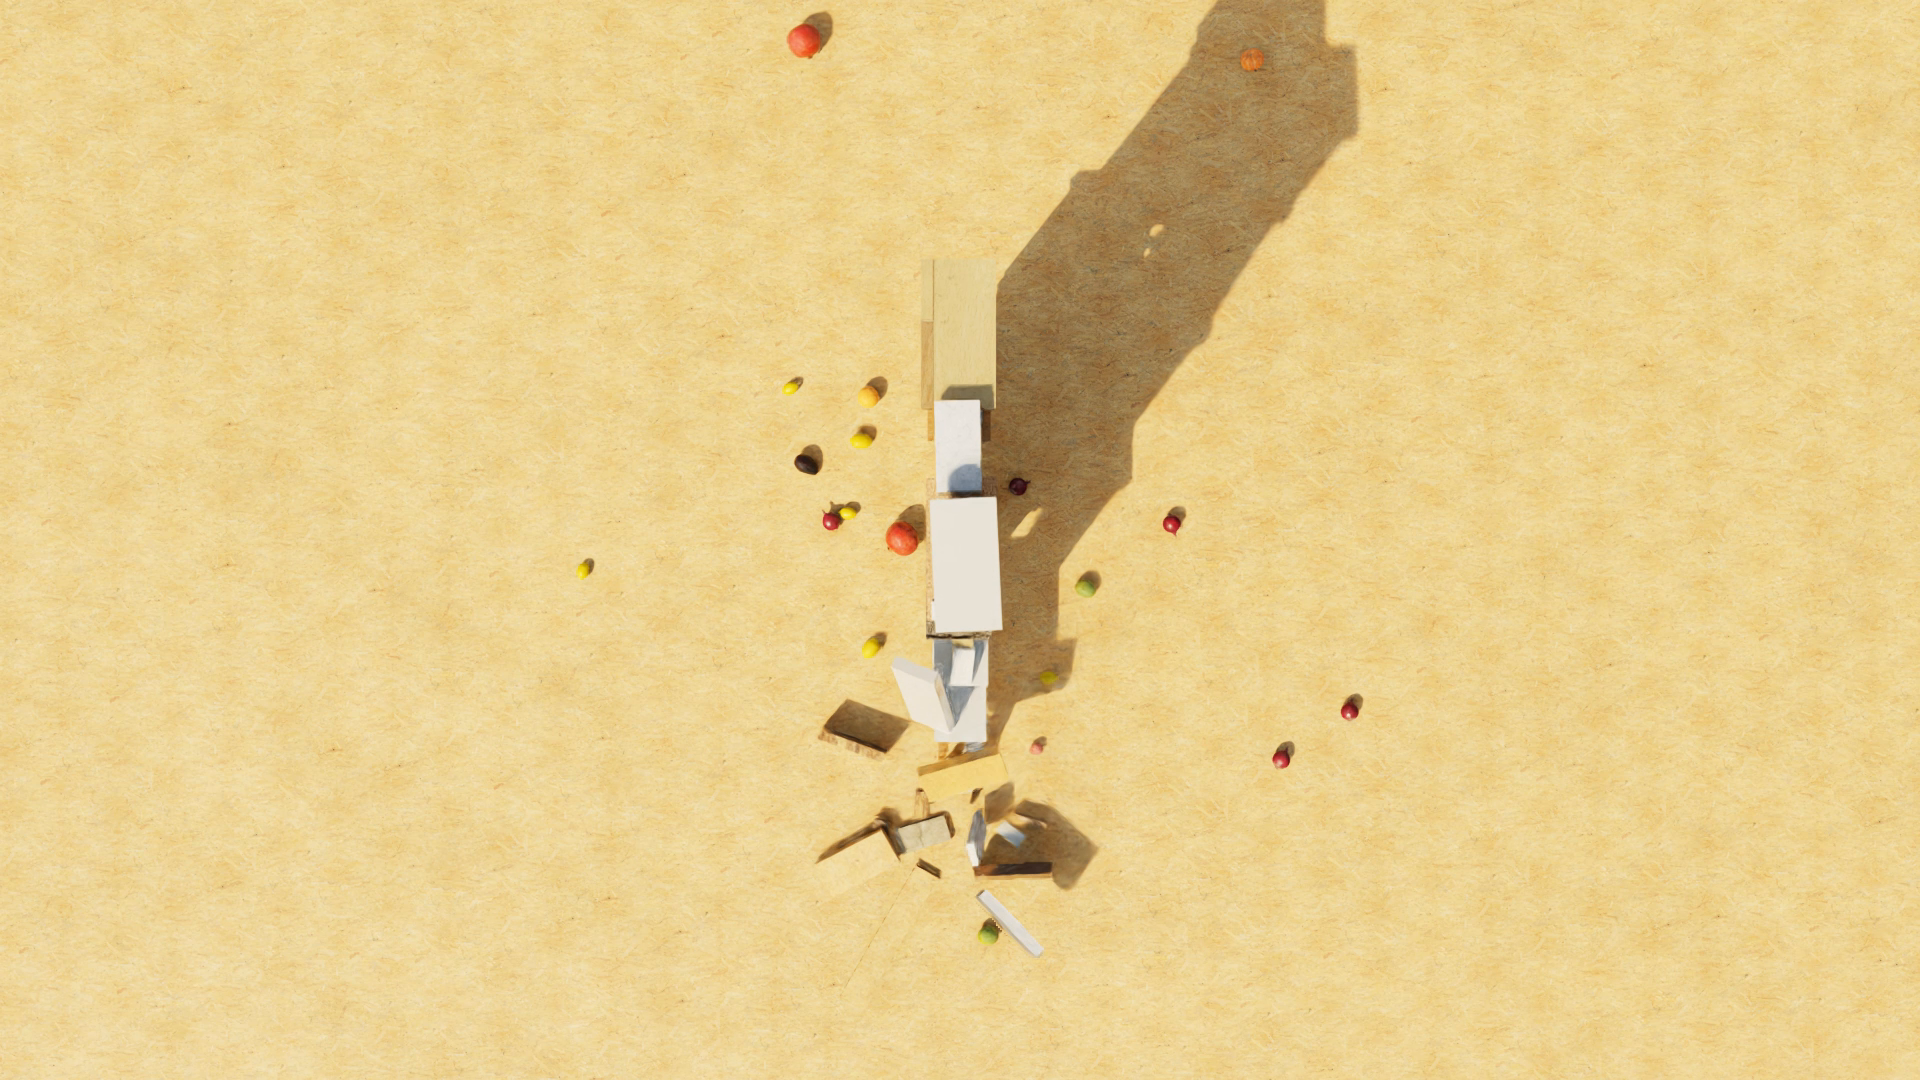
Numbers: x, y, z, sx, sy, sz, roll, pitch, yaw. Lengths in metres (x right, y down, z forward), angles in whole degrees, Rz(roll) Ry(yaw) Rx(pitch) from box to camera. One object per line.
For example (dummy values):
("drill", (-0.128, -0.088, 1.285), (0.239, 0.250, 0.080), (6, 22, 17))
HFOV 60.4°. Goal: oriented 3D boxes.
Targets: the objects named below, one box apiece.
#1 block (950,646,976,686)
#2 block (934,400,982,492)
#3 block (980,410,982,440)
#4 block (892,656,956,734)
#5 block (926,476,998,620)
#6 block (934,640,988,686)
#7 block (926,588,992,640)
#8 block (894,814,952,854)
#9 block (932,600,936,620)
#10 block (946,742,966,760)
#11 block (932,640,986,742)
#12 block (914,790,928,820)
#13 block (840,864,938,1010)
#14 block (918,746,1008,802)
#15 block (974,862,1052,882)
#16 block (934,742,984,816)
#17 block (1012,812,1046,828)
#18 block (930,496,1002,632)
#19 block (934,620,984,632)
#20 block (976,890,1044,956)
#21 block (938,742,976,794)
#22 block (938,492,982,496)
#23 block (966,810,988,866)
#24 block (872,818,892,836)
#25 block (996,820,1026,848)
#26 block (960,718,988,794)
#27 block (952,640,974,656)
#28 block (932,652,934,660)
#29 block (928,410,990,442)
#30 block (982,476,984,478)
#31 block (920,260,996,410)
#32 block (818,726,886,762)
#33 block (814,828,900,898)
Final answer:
("block", (0.007, 0.361, 4.725), (0.060, 0.017, 0.120), (5, 120, -3))
("block", (-0.004, -0.213, 3.756), (0.103, 0.029, 0.206), (-1, 90, 0))
("block", (0.001, -0.272, 3.978), (0.103, 0.415, 0.029), (0, 87, 0))
("block", (-0.104, 0.463, 4.862), (0.131, 0.553, 0.037), (21, 72, 13))
("block", (0.006, 0.021, 4.001), (0.172, 0.049, 0.345), (-1, 89, 0))
("block", (0.003, 0.263, 4.788), (0.157, 0.044, 0.314), (0, 90, 0))
("block", (-0.003, 0.091, 4.394), (0.174, 0.049, 0.347), (0, 90, 0))
("block", (-0.123, 0.979, 5.488), (0.172, 0.024, 0.086), (-16, 90, 0))
("block", (0.010, 0.158, 3.828), (0.147, 0.293, 0.042), (-2, 89, 0))
("block", (0.026, 0.664, 5.430), (0.046, 0.013, 0.192), (41, 55, 0))
("block", (-0.001, 0.462, 5.148), (0.164, 0.046, 0.328), (0, 91, 0))
("block", (-0.128, 0.882, 5.493), (0.046, 0.013, 0.092), (6, 90, 0))
("block", (-0.236, 1.321, 5.488), (0.086, 0.024, 0.506), (30, 90, 0))
("block", (0.011, 0.731, 5.161), (0.261, 0.037, 0.131), (-16, 132, 3))
("block", (0.173, 1.092, 5.433), (0.257, 0.128, 0.036), (-3, 72, 0))
("block", (-0.006, 0.785, 5.452), (0.113, 0.032, 0.226), (14, 90, 0))
("block", (0.230, 0.928, 5.472), (0.113, 0.056, 0.016), (17, 90, 0))
("block", (0.013, 0.055, 3.662), (0.147, 0.042, 0.293), (-3, 90, 0))
("block", (0.000, 0.203, 4.237), (0.131, 0.261, 0.037), (1, 80, 0))
("block", (0.156, 1.220, 5.261), (0.036, 0.128, 0.256), (-44, 85, -12))
("block", (-0.012, 0.733, 5.484), (0.113, 0.032, 0.226), (-3, 90, 0))
("block", (-0.002, -0.133, 3.874), (0.103, 0.206, 0.029), (-2, 84, 0))
("block", (0.055, 0.972, 5.385), (0.024, 0.172, 0.086), (-8, 117, 15))
("block", (-0.269, 0.981, 5.476), (0.056, 0.016, 0.113), (15, 103, 1))
("block", (0.170, 0.978, 5.493), (0.092, 0.013, 0.046), (38, 90, 0))
("block", (0.036, 0.699, 5.327), (0.056, 0.016, 0.318), (-4, 129, -20))
("block", (0.007, 0.330, 4.727), (0.060, 0.017, 0.120), (0, 120, 0))
("block", (-0.004, 0.341, 5.335), (0.164, 0.328, 0.046), (0, 94, 0))
("block", (-0.002, -0.415, 4.209), (0.161, 0.046, 0.322), (0, 90, 0))
("block", (0.000, -0.050, 4.890), (0.139, 0.039, 0.277), (0, 90, 0))
("block", (-0.004, -0.474, 3.818), (0.172, 0.049, 0.344), (0, 90, 0))
("block", (-0.354, 0.674, 5.444), (0.226, 0.113, 0.032), (20, 90, 0))
("block", (-0.340, 1.068, 5.462), (0.256, 0.036, 0.128), (-28, 98, 5))
